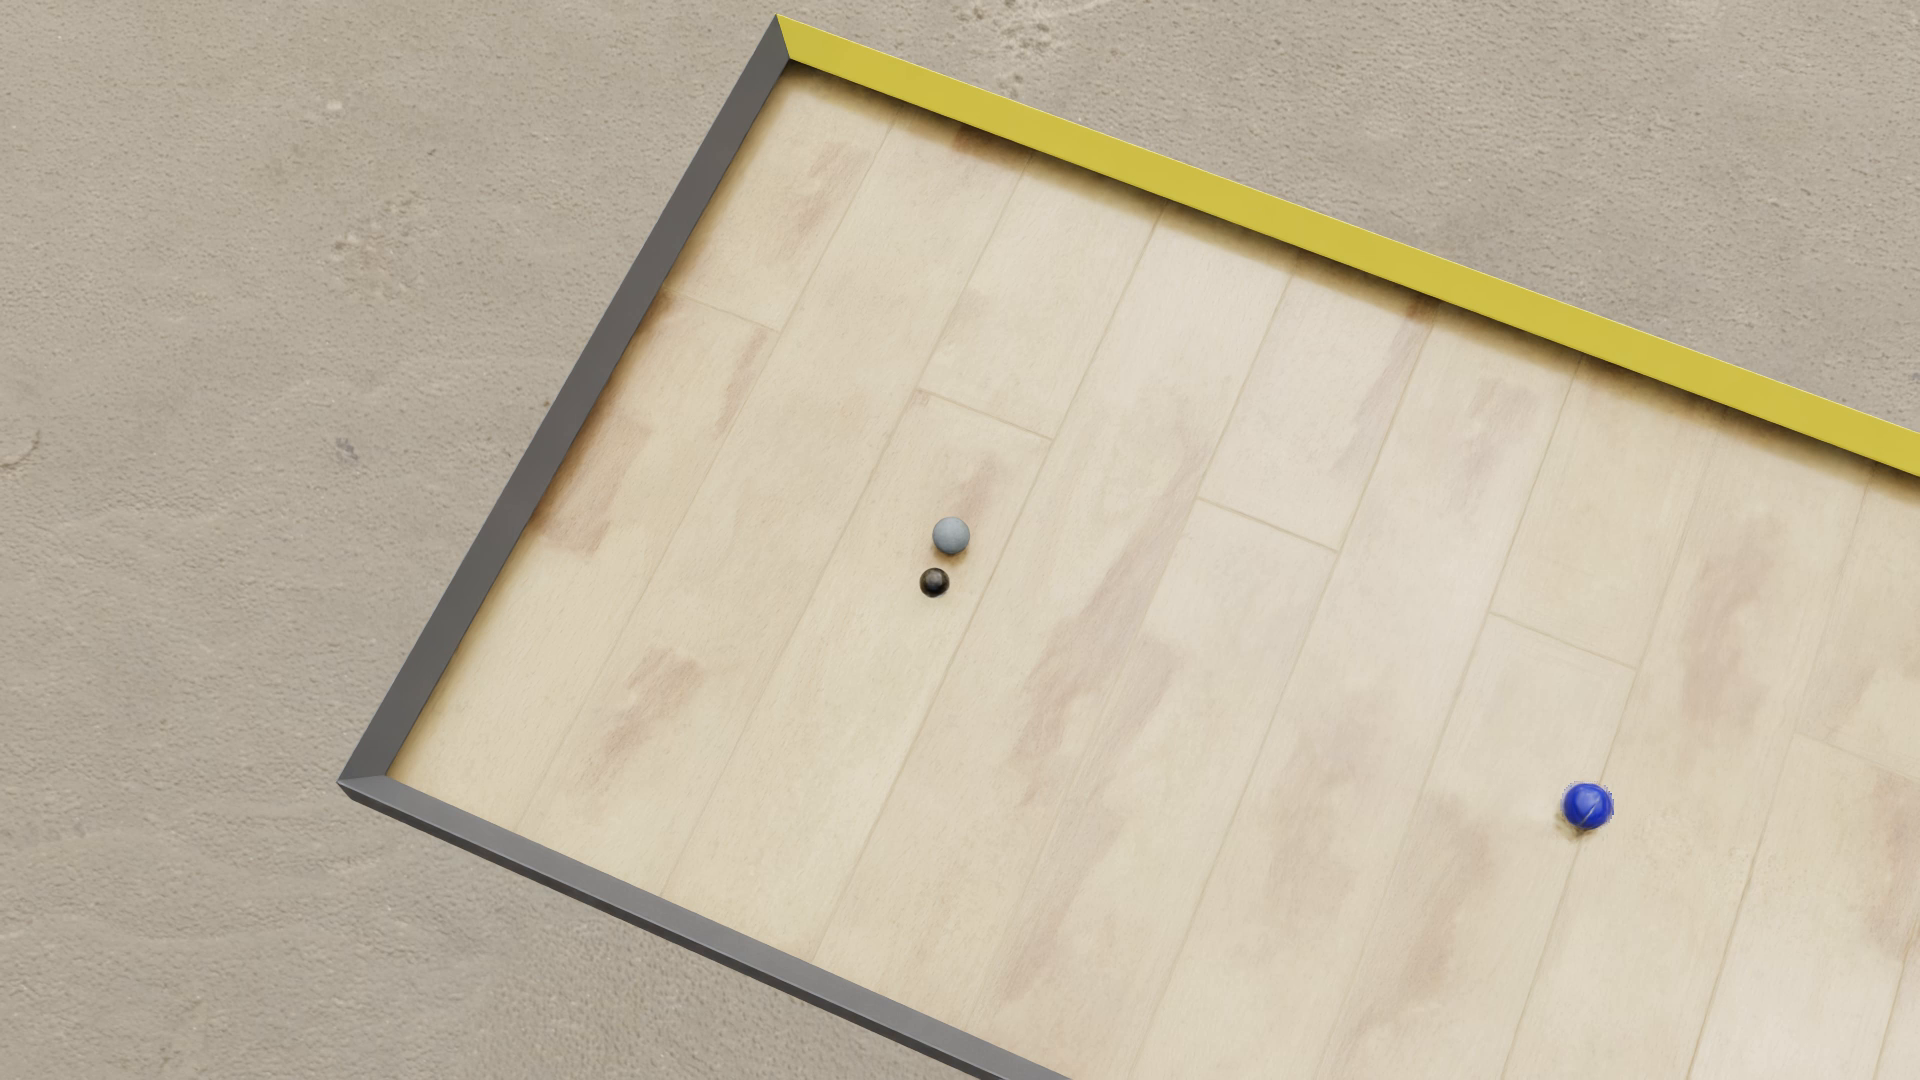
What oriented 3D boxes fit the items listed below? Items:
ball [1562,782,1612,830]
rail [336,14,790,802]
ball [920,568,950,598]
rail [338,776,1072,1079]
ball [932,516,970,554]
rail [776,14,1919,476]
[{"bbox_3d":[0.954,0.404,3.345,0.072,0.072,0.072,0,67,0],"label":"ball"},{"bbox_3d":[-0.609,-0.253,3.615,0.045,0.094,1.529,22,69,9],"label":"rail"},{"bbox_3d":[-0.040,0.068,3.501,0.050,0.050,0.050,0,67,0],"label":"ball"},{"bbox_3d":[0.333,0.870,3.132,2.754,0.094,0.045,22,69,9],"label":"rail"},{"bbox_3d":[-0.014,-0.007,3.527,0.061,0.061,0.061,0,67,0],"label":"ball"},{"bbox_3d":[0.928,-0.377,3.667,2.754,0.094,0.045,22,69,9],"label":"rail"}]
